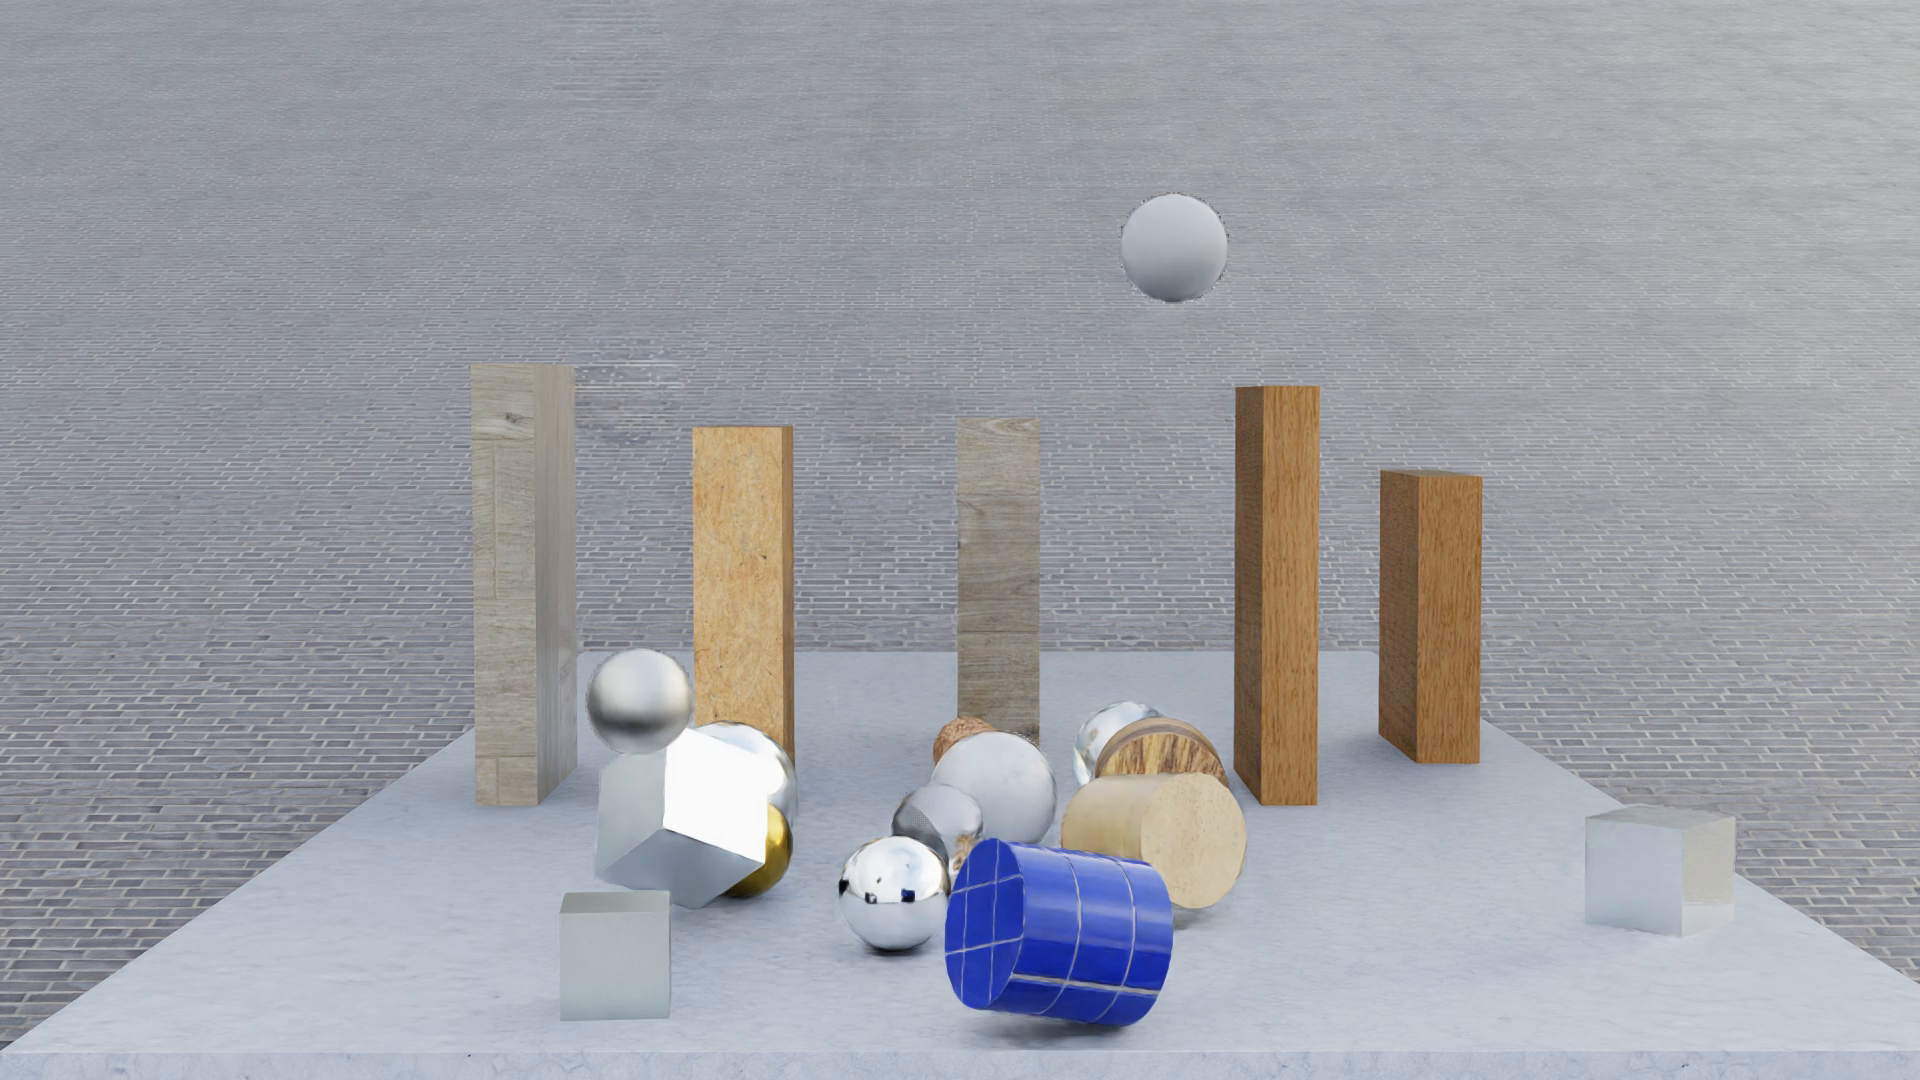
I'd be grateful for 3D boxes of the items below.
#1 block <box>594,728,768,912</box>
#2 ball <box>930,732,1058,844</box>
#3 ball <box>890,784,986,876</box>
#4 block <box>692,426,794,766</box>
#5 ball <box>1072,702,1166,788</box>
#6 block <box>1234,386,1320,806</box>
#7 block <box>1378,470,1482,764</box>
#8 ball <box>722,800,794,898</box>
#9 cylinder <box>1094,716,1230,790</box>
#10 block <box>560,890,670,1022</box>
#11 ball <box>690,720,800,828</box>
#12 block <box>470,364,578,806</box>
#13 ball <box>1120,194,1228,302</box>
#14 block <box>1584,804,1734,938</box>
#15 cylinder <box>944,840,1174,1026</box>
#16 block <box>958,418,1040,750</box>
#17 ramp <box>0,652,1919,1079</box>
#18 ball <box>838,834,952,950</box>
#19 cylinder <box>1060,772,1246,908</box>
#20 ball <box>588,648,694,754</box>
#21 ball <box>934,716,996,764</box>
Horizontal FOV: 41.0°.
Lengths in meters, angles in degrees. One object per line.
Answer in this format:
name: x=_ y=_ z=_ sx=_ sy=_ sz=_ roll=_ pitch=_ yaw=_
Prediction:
block: x=-0.342 y=0.341 z=3.165 sx=0.148 sy=0.148 sz=0.148 roll=25 pitch=46 yaw=-32
ball: x=0.046 y=0.356 z=3.572 sx=0.180 sy=0.180 sz=0.180 roll=0 pitch=21 yaw=0
ball: x=-0.029 y=0.390 z=3.440 sx=0.127 sy=0.127 sz=0.127 roll=0 pitch=21 yaw=0
block: x=-0.343 y=0.118 z=4.112 sx=0.137 sy=0.598 sz=0.276 roll=0 pitch=3 yaw=0
ball: x=0.260 y=0.338 z=3.965 sx=0.173 sy=0.173 sz=0.173 roll=0 pitch=21 yaw=0
block: x=0.519 y=0.078 z=4.243 sx=0.088 sy=0.661 sz=0.403 roll=0 pitch=3 yaw=0
block: x=0.859 y=0.130 z=4.715 sx=0.111 sy=0.505 sz=0.409 roll=0 pitch=3 yaw=0
ball: x=-0.282 y=0.394 z=3.311 sx=0.135 sy=0.135 sz=0.135 roll=0 pitch=21 yaw=0
cylinder: x=0.281 y=0.352 z=3.600 sx=0.186 sy=0.186 sz=0.186 roll=1 pitch=3 yaw=3
block: x=-0.363 y=0.438 z=2.713 sx=0.112 sy=0.112 sz=0.112 roll=0 pitch=3 yaw=-6
ball: x=-0.321 y=0.349 z=3.510 sx=0.203 sy=0.203 sz=0.203 roll=0 pitch=21 yaw=0
block: x=-0.717 y=0.060 z=4.256 sx=0.098 sy=0.698 sz=0.431 roll=0 pitch=3 yaw=0
ball: x=0.221 y=-0.301 z=2.655 sx=0.111 sy=0.111 sz=0.111 roll=0 pitch=21 yaw=0
block: x=0.857 y=0.404 z=3.150 sx=0.130 sy=0.130 sz=0.130 roll=3 pitch=4 yaw=43
cylinder: x=0.099 y=0.399 z=2.609 sx=0.170 sy=0.170 sz=0.170 roll=11 pitch=15 yaw=-25
block: x=0.070 y=0.075 z=4.806 sx=0.149 sy=0.606 sz=0.270 roll=0 pitch=3 yaw=0
ramp: x=0.049 y=0.444 z=4.532 sx=2.000 sy=0.100 sz=4.000 roll=0 pitch=3 yaw=0
ball: x=-0.075 y=0.411 z=2.996 sx=0.134 sy=0.134 sz=0.134 roll=0 pitch=21 yaw=0
cylinder: x=0.239 y=0.373 z=3.193 sx=0.165 sy=0.165 sz=0.165 roll=-15 pitch=3 yaw=-35
ball: x=-0.326 y=0.165 z=2.622 sx=0.108 sy=0.108 sz=0.108 roll=0 pitch=21 yaw=0
ball: x=0.014 y=0.351 z=4.250 sx=0.117 sy=0.117 sz=0.117 roll=0 pitch=21 yaw=0
